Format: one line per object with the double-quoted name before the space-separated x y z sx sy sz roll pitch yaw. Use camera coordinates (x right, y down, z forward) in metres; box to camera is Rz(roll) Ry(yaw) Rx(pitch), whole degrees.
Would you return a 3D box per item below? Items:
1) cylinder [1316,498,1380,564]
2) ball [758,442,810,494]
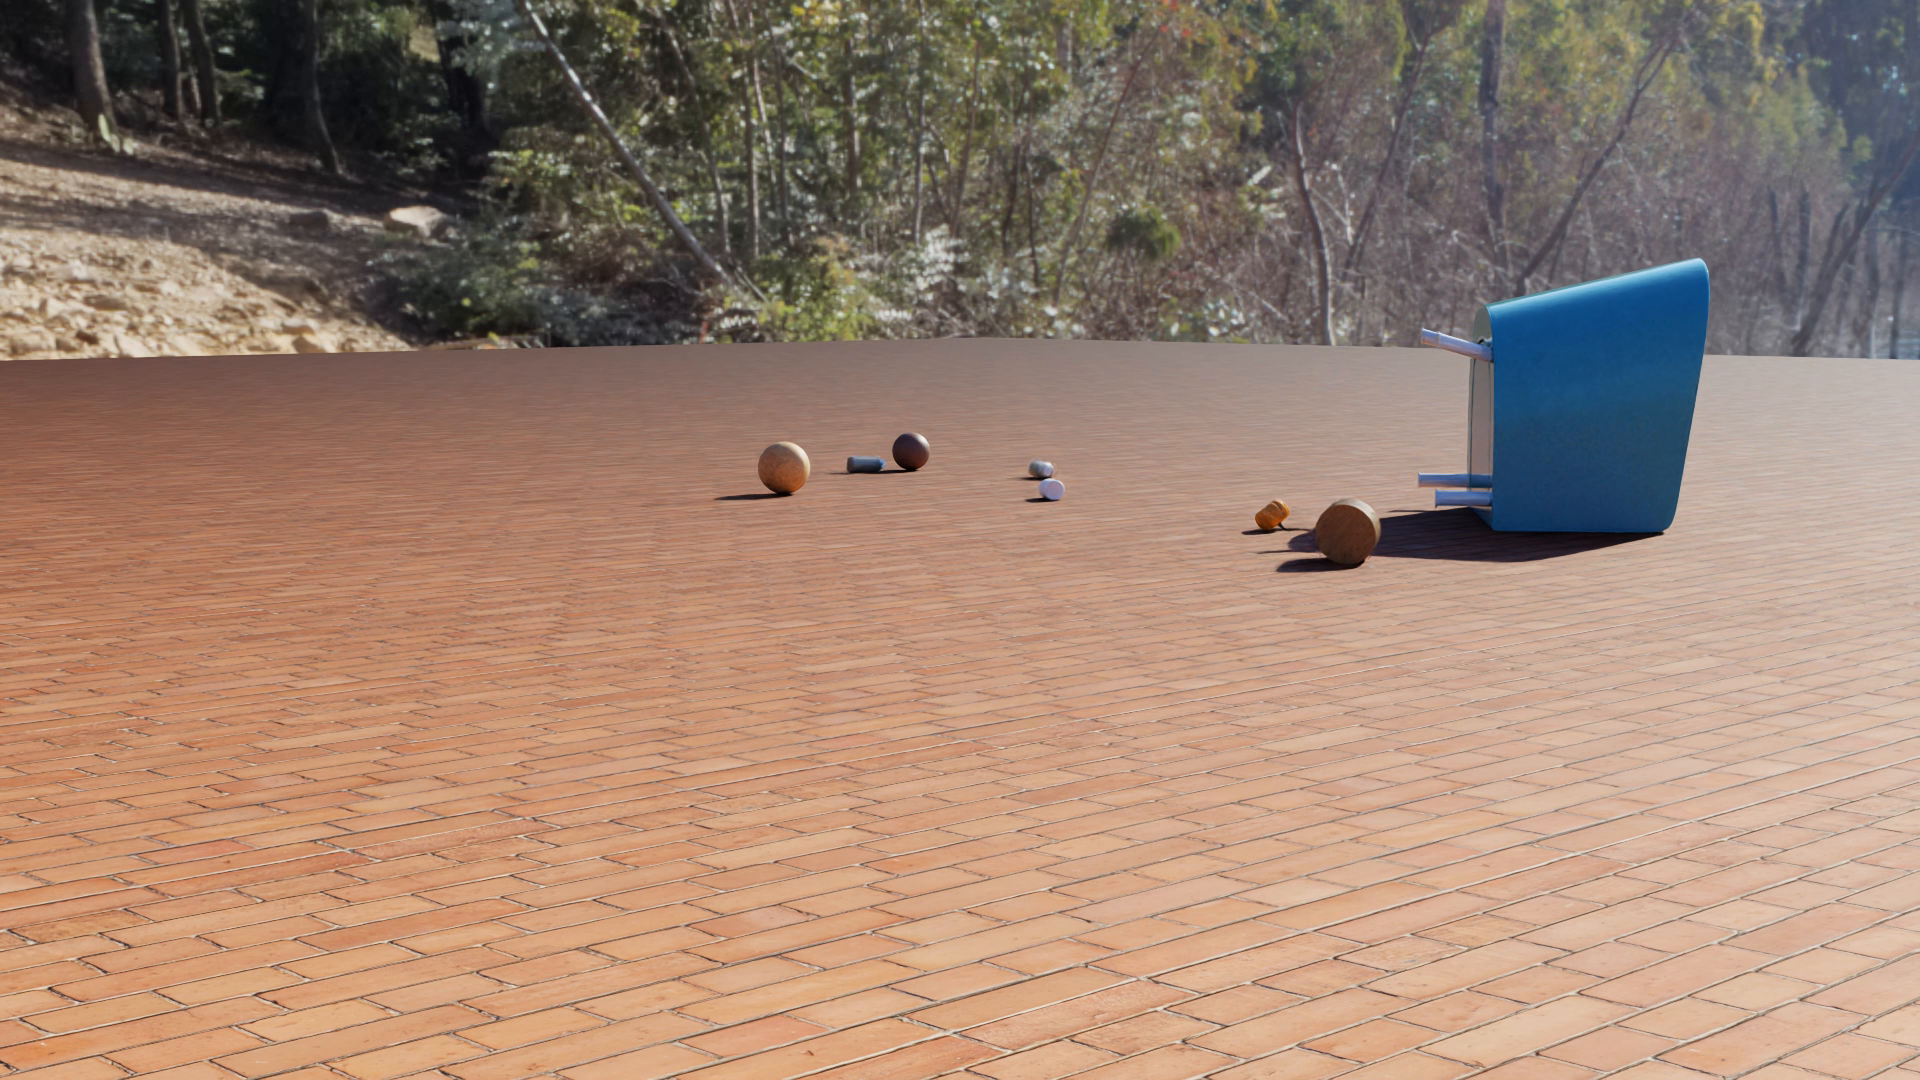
"cylinder" 0.899 -0.021 5.938 0.143 0.133 0.165 46 13 5
"ball" -0.532 -0.218 7.752 0.158 0.158 0.158 0 6 0
